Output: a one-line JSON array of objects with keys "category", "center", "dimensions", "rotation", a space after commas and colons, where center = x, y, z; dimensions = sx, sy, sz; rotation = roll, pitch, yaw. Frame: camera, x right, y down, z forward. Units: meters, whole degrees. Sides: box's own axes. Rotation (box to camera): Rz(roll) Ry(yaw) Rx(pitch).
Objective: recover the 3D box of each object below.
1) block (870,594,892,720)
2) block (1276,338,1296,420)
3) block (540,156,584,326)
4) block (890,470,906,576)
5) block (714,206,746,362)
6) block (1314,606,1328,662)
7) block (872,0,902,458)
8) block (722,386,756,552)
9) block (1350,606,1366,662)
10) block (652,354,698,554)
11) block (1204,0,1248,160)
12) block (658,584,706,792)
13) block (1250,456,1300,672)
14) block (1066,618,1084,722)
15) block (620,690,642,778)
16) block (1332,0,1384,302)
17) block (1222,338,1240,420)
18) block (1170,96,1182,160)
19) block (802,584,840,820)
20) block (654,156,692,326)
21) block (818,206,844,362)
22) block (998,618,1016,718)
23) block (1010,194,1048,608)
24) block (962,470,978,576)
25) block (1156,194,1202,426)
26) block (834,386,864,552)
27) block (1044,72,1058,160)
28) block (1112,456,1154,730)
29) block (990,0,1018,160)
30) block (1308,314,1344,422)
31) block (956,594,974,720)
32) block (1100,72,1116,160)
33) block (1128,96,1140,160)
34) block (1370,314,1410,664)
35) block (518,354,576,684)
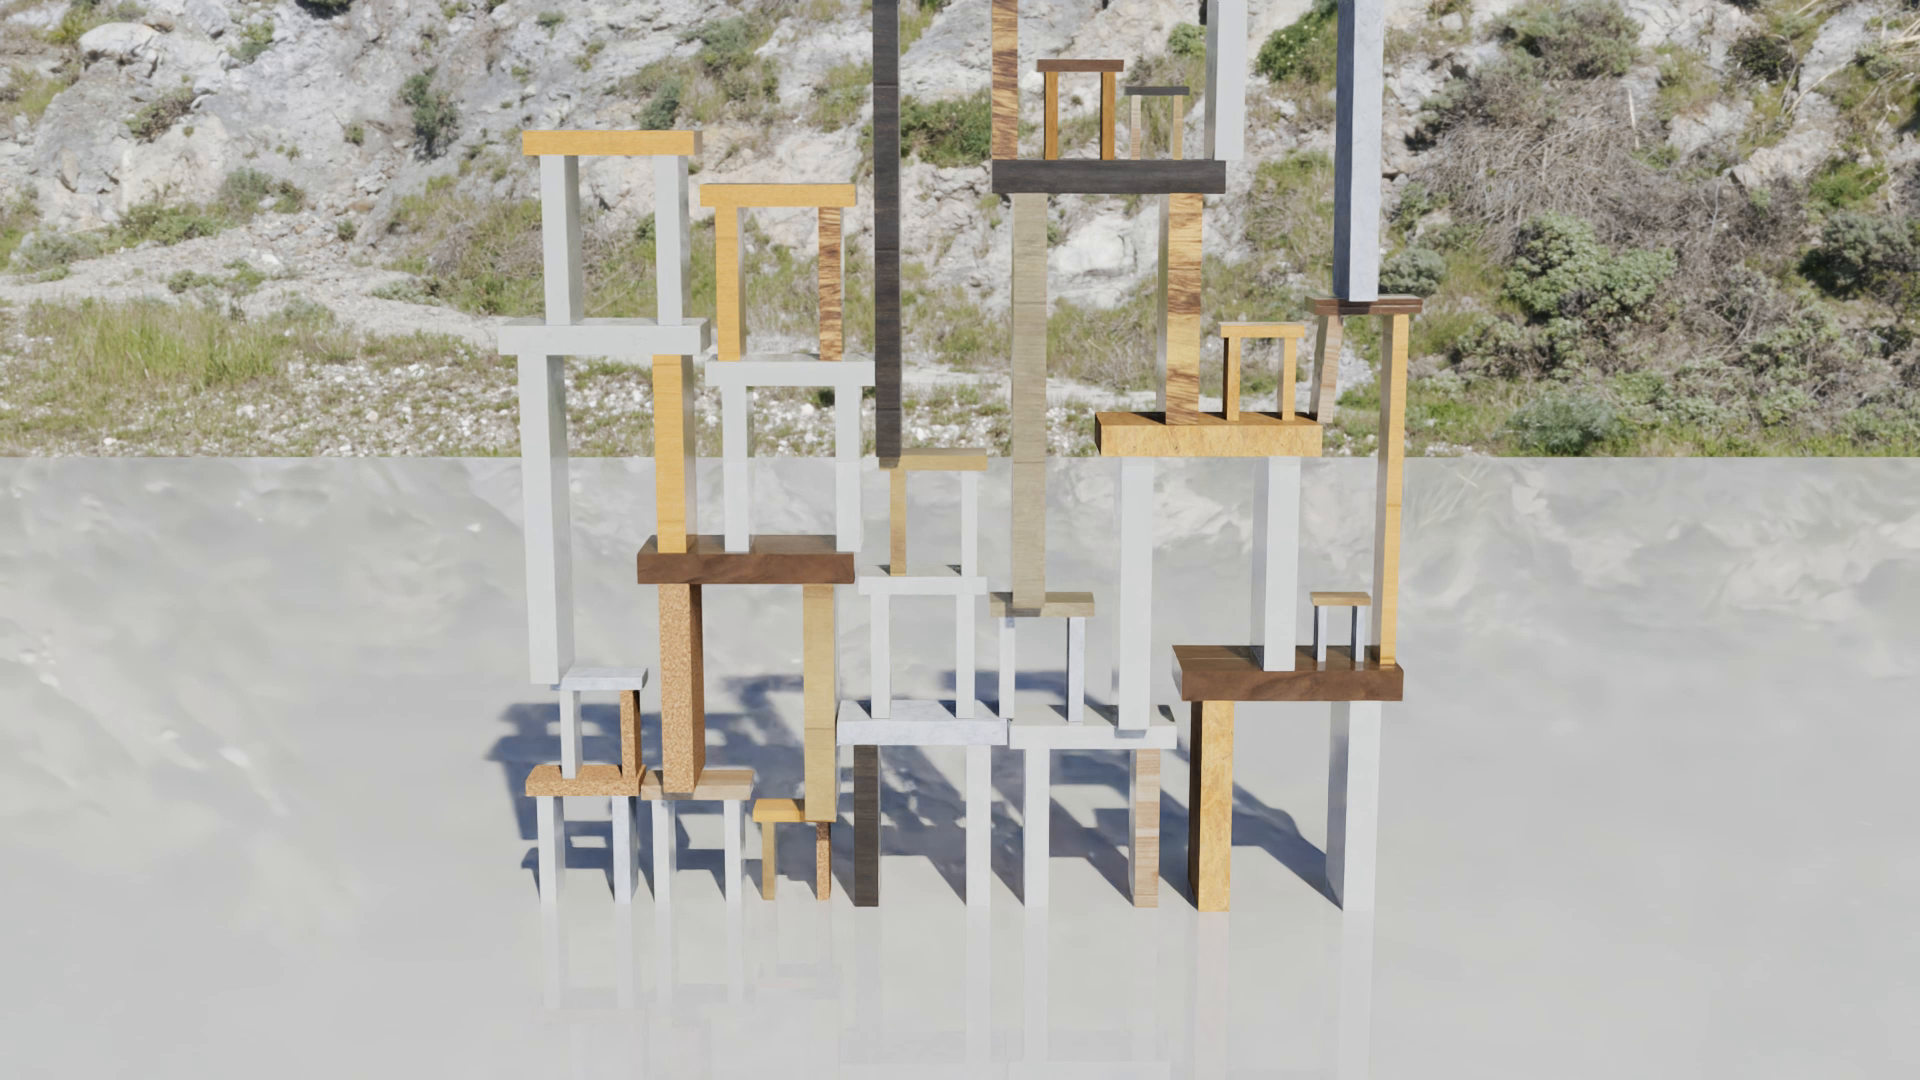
[{"category": "block", "center": [-0.129, 0.180, 3.597], "dimensions": [0.029, 0.206, 0.103], "rotation": [0, 11, 0]}, {"category": "block", "center": [0.522, -0.261, 3.516], "dimensions": [0.019, 0.132, 0.066], "rotation": [0, 11, 0]}, {"category": "block", "center": [-0.627, -0.475, 3.468], "dimensions": [0.037, 0.262, 0.131], "rotation": [0, 11, 0]}, {"category": "block", "center": [-0.099, -0.034, 3.552], "dimensions": [0.024, 0.172, 0.086], "rotation": [0, 11, 0]}, {"category": "block", "center": [-0.363, -0.409, 3.485], "dimensions": [0.034, 0.239, 0.120], "rotation": [0, 11, 0]}, {"category": "block", "center": [0.587, 0.148, 3.586], "dimensions": [0.013, 0.093, 0.046], "rotation": [0, 10, 0]}, {"category": "block", "center": [-0.114, -0.504, 3.468], "dimensions": [0.039, 0.734, 0.136], "rotation": [0, 11, 0]}, {"category": "block", "center": [-0.355, -0.123, 3.533], "dimensions": [0.038, 0.265, 0.133], "rotation": [0, 11, 0]}, {"category": "block", "center": [0.649, 0.148, 3.586], "dimensions": [0.013, 0.093, 0.046], "rotation": [0, 11, 0]}, {"category": "block", "center": [-0.457, -0.148, 3.533], "dimensions": [0.045, 0.315, 0.157], "rotation": [0, 11, 0]}, {"category": "block", "center": [0.412, -0.747, 3.415], "dimensions": [0.044, 0.309, 0.154], "rotation": [0, 11, 0]}, {"category": "block", "center": [-0.454, 0.223, 3.603], "dimensions": [0.049, 0.343, 0.171], "rotation": [0, 11, 0]}, {"category": "block", "center": [0.509, 0.023, 3.561], "dimensions": [0.049, 0.346, 0.173], "rotation": [0, 11, 0]}, {"category": "block", "center": [0.188, 0.202, 3.596], "dimensions": [0.024, 0.174, 0.084], "rotation": [0, 11, 0]}, {"category": "block", "center": [-0.541, 0.311, 3.619], "dimensions": [0.021, 0.148, 0.074], "rotation": [0, 11, 0]}, {"category": "block", "center": [0.621, -0.642, 3.432], "dimensions": [0.044, 0.524, 0.154], "rotation": [-1, 11, 0]}, {"category": "block", "center": [0.434, -0.261, 3.516], "dimensions": [0.019, 0.132, 0.066], "rotation": [0, 11, 0]}, {"category": "block", "center": [0.339, -0.646, 3.443], "dimensions": [0.014, 0.098, 0.049], "rotation": [0, 11, 0]}, {"category": "block", "center": [-0.226, 0.246, 3.608], "dimensions": [0.049, 0.390, 0.171], "rotation": [0, 11, 0]}, {"category": "block", "center": [-0.452, -0.475, 3.469], "dimensions": [0.037, 0.262, 0.131], "rotation": [0, 11, 0]}, {"category": "block", "center": [-0.203, -0.409, 3.486], "dimensions": [0.034, 0.239, 0.120], "rotation": [0, 11, 0]}, {"category": "block", "center": [0.076, 0.199, 3.596], "dimensions": [0.024, 0.168, 0.084], "rotation": [0, 11, 0]}, {"category": "block", "center": [0.109, -0.228, 3.522], "dimensions": [0.051, 0.651, 0.179], "rotation": [0, 11, 0]}, {"category": "block", "center": [0.015, -0.034, 3.552], "dimensions": [0.024, 0.172, 0.086], "rotation": [0, 11, 0]}, {"category": "block", "center": [0.347, -0.372, 3.496], "dimensions": [0.051, 0.358, 0.179], "rotation": [0, 10, 0]}, {"category": "block", "center": [-0.178, -0.123, 3.534], "dimensions": [0.038, 0.266, 0.133], "rotation": [0, 11, 0]}, {"category": "block", "center": [0.141, -0.662, 3.433], "dimensions": [0.019, 0.133, 0.067], "rotation": [0, 11, 0]}, {"category": "block", "center": [0.279, 0.071, 3.570], "dimensions": [0.049, 0.442, 0.173], "rotation": [0, 11, 0]}, {"category": "block", "center": [0.069, -0.731, 3.425], "dimensions": [0.039, 0.272, 0.136], "rotation": [0, 11, 0]}, {"category": "block", "center": [0.583, -0.277, 3.506], "dimensions": [0.024, 0.169, 0.085], "rotation": [4, 11, -1]}, {"category": "block", "center": [0.009, 0.180, 3.597], "dimensions": [0.029, 0.206, 0.103], "rotation": [0, 11, 0]}, {"category": "block", "center": [0.230, -0.662, 3.433], "dimensions": [0.019, 0.133, 0.067], "rotation": [0, 11, 0]}, {"category": "block", "center": [0.273, -0.646, 3.442], "dimensions": [0.014, 0.098, 0.049], "rotation": [0, 11, 0]}, {"category": "block", "center": [0.692, -0.085, 3.544], "dimensions": [0.024, 0.564, 0.085], "rotation": [0, 10, 0]}, {"category": "block", "center": [-0.667, -0.043, 3.553], "dimensions": [0.045, 0.529, 0.157], "rotation": [0, 11, 0]}]
